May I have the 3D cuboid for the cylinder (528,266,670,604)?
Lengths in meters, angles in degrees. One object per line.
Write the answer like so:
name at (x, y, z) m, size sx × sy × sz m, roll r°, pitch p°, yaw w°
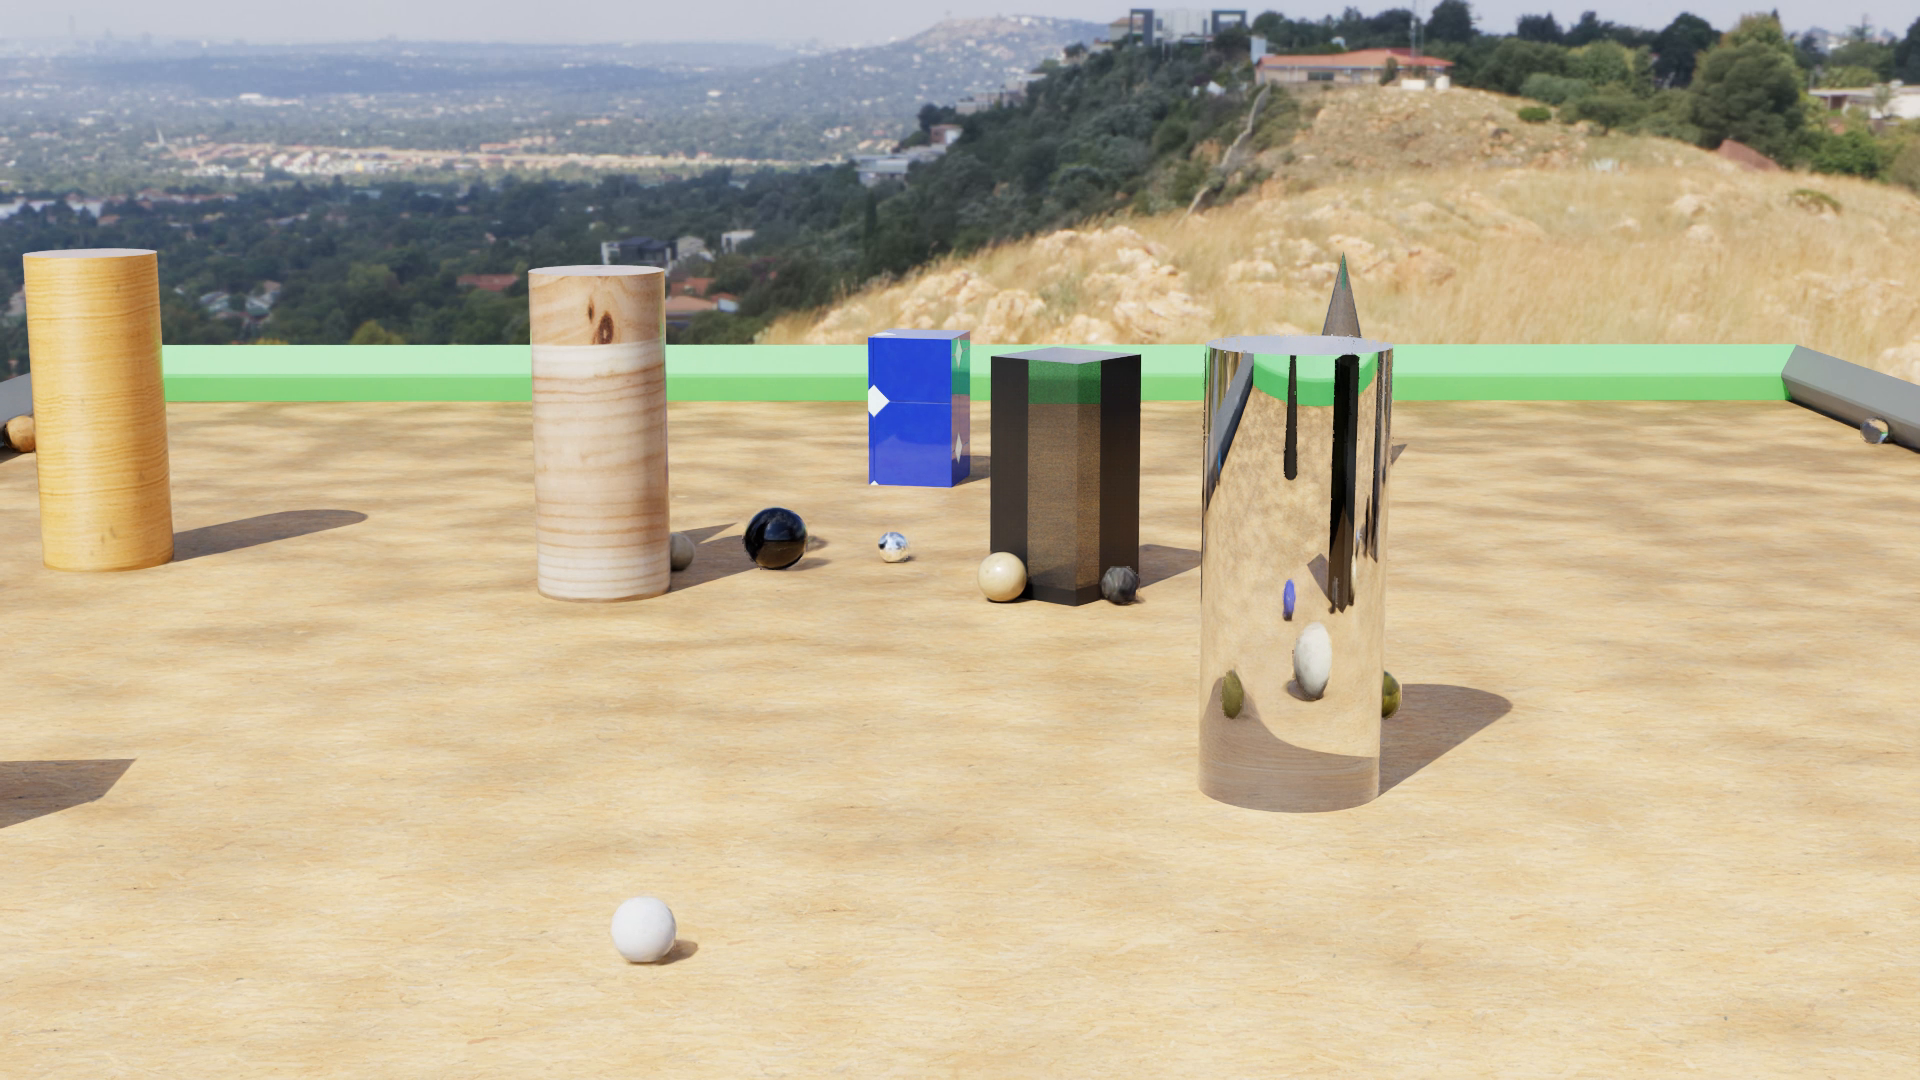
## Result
cylinder at (-0.495, -0.149, 3.533) m, size 0.184 × 0.444 × 0.184 m, roll 0°, pitch 11°, yaw 0°

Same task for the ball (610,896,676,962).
ball at (-0.259, 0.318, 2.097) m, size 0.054 × 0.054 × 0.054 m, roll 0°, pitch 11°, yaw 0°

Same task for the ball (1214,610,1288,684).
ball at (0.344, 0.126, 3.030) m, size 0.088 × 0.088 × 0.088 m, roll 0°, pitch 11°, yaw 0°

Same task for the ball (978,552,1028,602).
ball at (0.058, 0.050, 3.490) m, size 0.069 × 0.069 × 0.069 m, roll 0°, pitch 11°, yaw 0°

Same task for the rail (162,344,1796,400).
rail at (-0.012, -0.357, 5.524) m, size 3.643 × 0.120 × 0.045 m, roll 0°, pitch 11°, yaw 0°

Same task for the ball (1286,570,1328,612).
ball at (0.465, 0.068, 3.433) m, size 0.055 × 0.055 × 0.055 m, roll 0°, pitch 11°, yaw 0°

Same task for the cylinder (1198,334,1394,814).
cylinder at (0.333, 0.029, 2.563) m, size 0.184 × 0.450 × 0.184 m, roll 0°, pitch 11°, yaw 0°

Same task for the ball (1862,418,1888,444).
ball at (1.761, -0.211, 4.938) m, size 0.048 × 0.048 × 0.048 m, roll 0°, pitch 11°, yaw 0°

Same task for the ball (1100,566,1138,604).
ball at (0.216, 0.061, 3.481) m, size 0.050 × 0.050 × 0.050 m, roll 0°, pitch 11°, yaw 0°

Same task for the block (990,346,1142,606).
block at (0.145, -0.091, 3.533) m, size 0.147 × 0.329 × 0.147 m, roll 8°, pitch 14°, yaw 38°

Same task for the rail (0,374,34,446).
rail at (-1.798, 0.033, 3.440) m, size 0.045 × 0.120 × 4.267 m, roll 0°, pitch 11°, yaw 0°

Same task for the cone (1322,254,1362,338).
cone at (0.684, -0.323, 4.606) m, size 0.184 × 0.391 × 0.184 m, roll 0°, pitch 11°, yaw 0°

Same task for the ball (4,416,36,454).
ball at (-1.756, -0.198, 4.811) m, size 0.070 × 0.070 × 0.070 m, roll 0°, pitch 11°, yaw 0°

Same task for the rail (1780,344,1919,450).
rail at (1.798, 0.029, 3.460) m, size 0.045 × 0.120 × 4.267 m, roll 0°, pitch 11°, yaw 0°

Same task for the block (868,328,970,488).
block at (-0.070, -0.233, 4.490) m, size 0.147 × 0.257 × 0.147 m, roll 2°, pitch 11°, yaw 13°

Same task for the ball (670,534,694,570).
ball at (-0.410, 0.018, 3.707) m, size 0.053 × 0.053 × 0.053 m, roll 0°, pitch 11°, yaw 0°

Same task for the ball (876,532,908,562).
ball at (-0.099, 0.010, 3.766) m, size 0.046 × 0.046 × 0.046 m, roll 0°, pitch 11°, yaw 0°

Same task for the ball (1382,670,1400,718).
ball at (0.465, 0.172, 2.872) m, size 0.056 × 0.056 × 0.056 m, roll 0°, pitch 11°, yaw 0°

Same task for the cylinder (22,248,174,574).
cylinder at (-1.253, -0.191, 3.738) m, size 0.184 × 0.452 × 0.184 m, roll 0°, pitch 11°, yaw 0°

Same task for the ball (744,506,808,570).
ball at (-0.266, -0.003, 3.708) m, size 0.092 × 0.092 × 0.092 m, roll 0°, pitch 11°, yaw 0°
